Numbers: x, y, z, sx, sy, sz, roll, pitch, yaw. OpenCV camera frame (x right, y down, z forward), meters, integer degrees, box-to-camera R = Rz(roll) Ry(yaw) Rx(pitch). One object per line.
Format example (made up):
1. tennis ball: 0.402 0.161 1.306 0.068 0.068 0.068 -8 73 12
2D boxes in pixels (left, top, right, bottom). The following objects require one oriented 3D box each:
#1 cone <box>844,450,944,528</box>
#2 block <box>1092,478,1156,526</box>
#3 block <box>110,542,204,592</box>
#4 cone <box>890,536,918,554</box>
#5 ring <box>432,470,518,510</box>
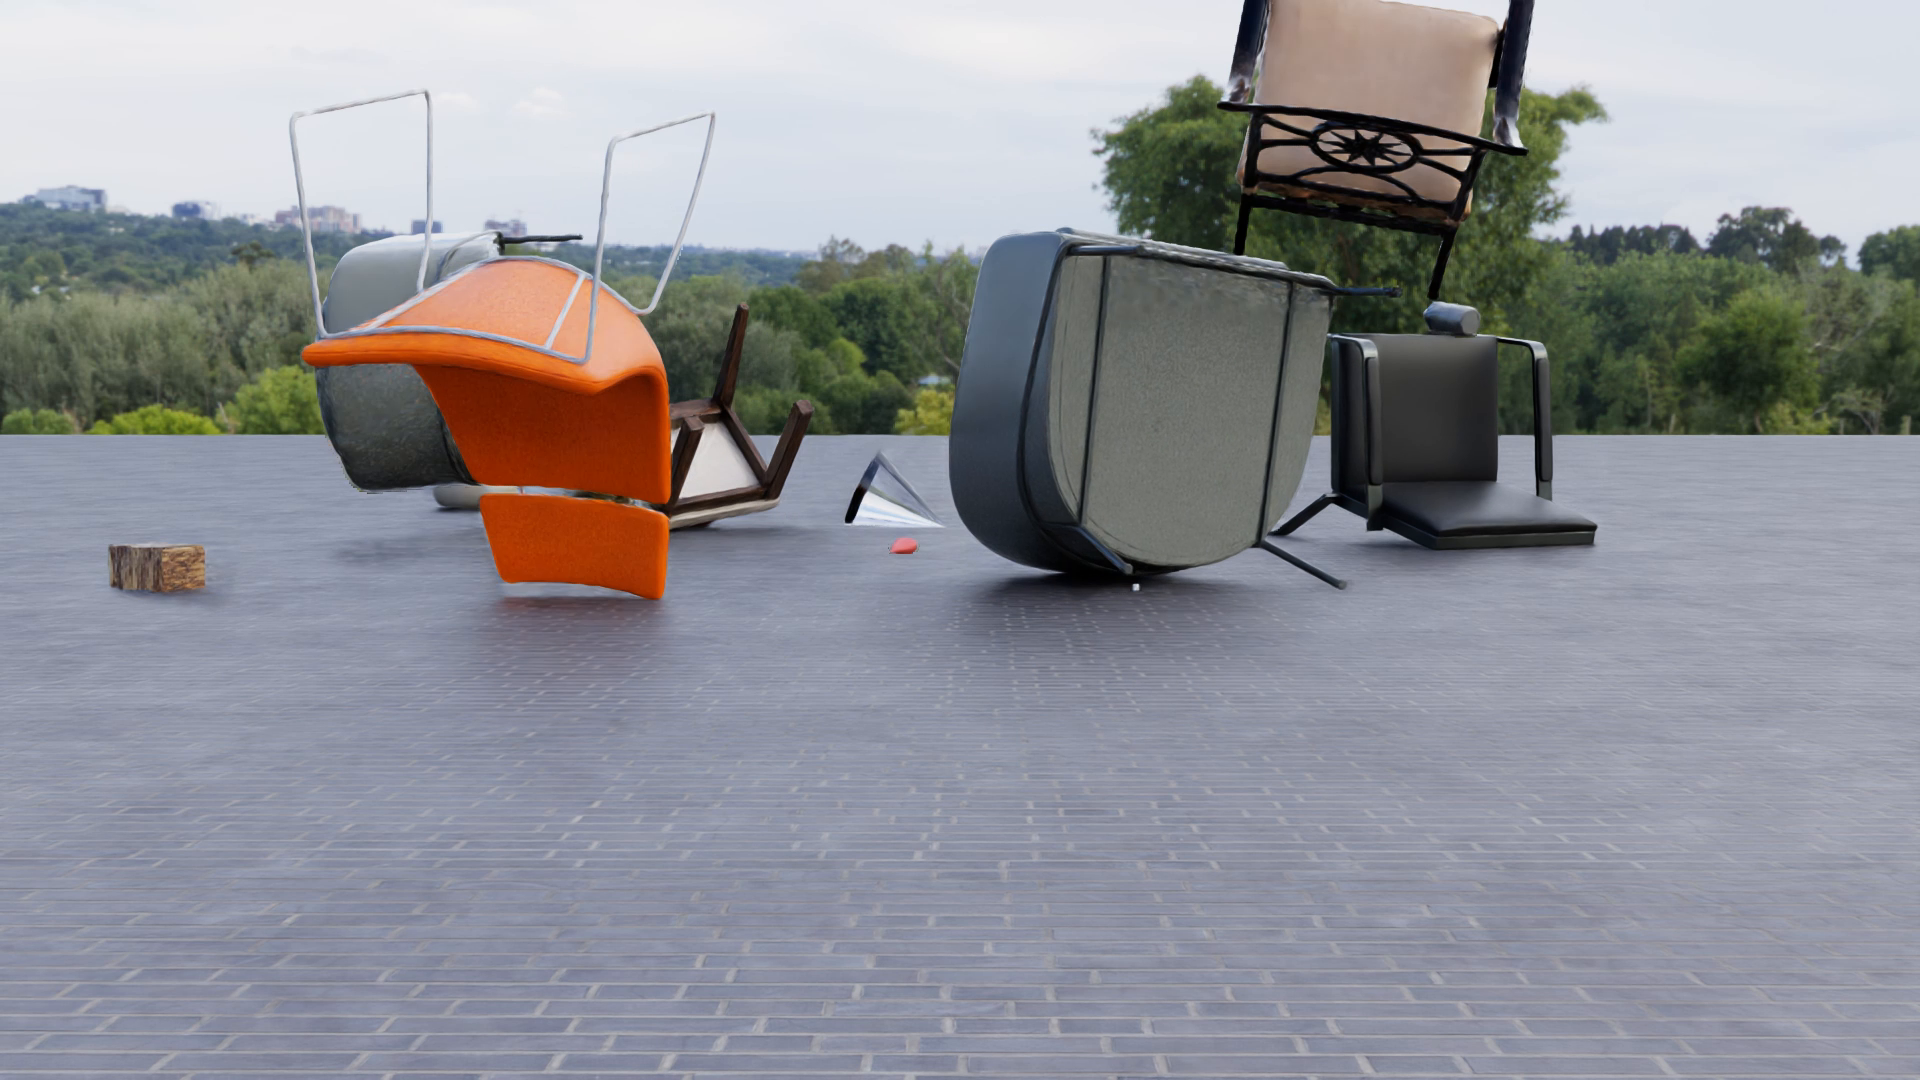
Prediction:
1. cone: -0.182 -0.105 7.169 0.308 0.274 0.134 26 0 14
2. block: 0.548 -0.128 7.352 0.126 0.146 0.168 -3 5 -39
3. block: -1.816 0.060 4.973 0.173 0.096 0.116 2 5 29
4. cone: -0.169 0.023 5.959 0.075 0.047 0.081 0 12 32
5. ring: -1.817 -0.185 8.241 0.330 0.133 0.262 5 4 16
